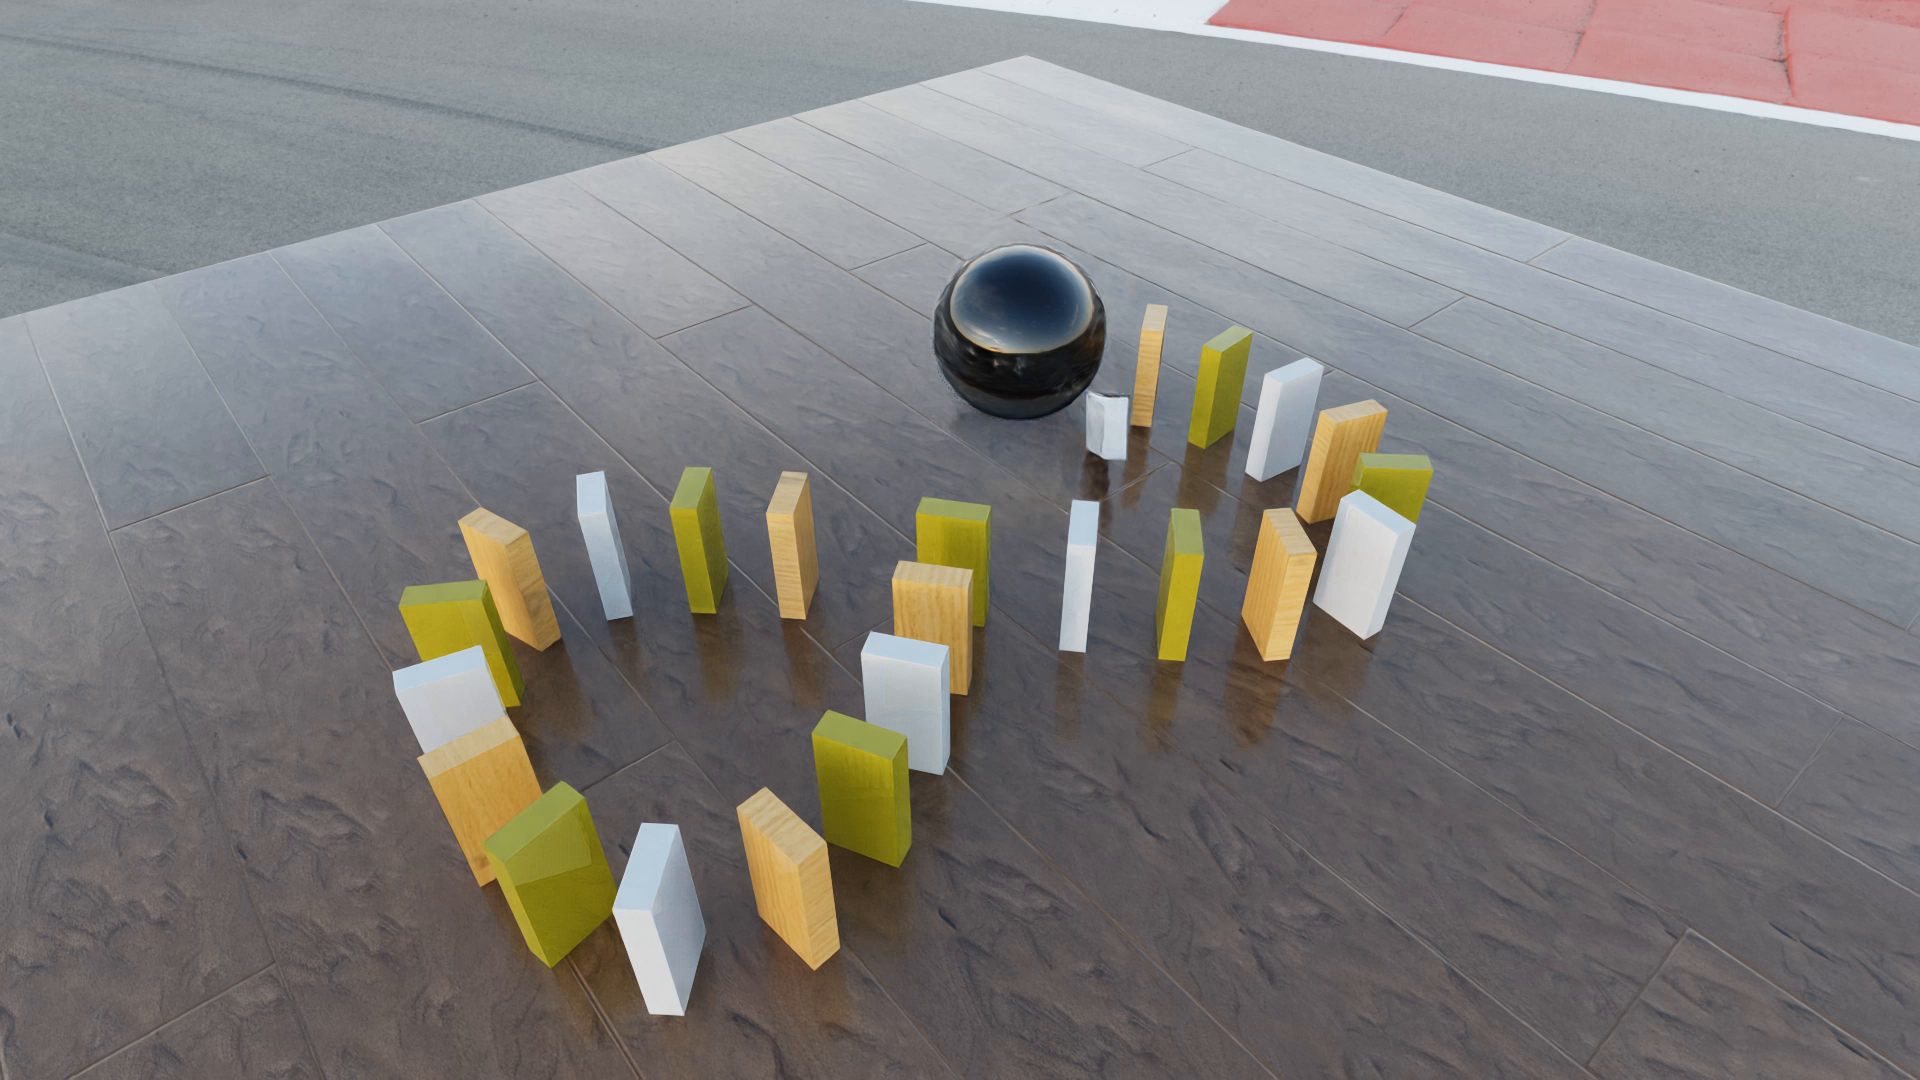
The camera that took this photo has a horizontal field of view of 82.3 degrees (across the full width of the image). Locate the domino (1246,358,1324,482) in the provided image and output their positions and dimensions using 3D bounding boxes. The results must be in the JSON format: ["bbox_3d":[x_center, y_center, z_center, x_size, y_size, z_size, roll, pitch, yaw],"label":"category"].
[{"bbox_3d":[0.140,-0.051,0.474,0.025,0.050,0.010,-23,44,-25],"label":"domino"}]

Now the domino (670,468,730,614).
[{"bbox_3d":[-0.097,0.001,0.411,0.009,0.050,0.025,1,39,2],"label":"domino"}]

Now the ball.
[{"bbox_3d":[0.027,-0.095,0.504,0.080,0.080,0.080,0,39,0],"label":"ball"}]

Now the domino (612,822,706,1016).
[{"bbox_3d":[-0.078,0.100,0.289,0.009,0.050,0.025,2,39,3],"label":"domino"}]

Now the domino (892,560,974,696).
[{"bbox_3d":[-0.009,0.031,0.374,0.025,0.050,0.009,7,40,9],"label":"domino"}]

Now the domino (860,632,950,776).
[{"bbox_3d":[-0.017,0.052,0.348,0.025,0.050,0.009,9,40,11],"label":"domino"}]

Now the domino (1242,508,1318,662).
[{"bbox_3d":[0.113,0.016,0.392,0.009,0.050,0.025,-5,40,-6],"label":"domino"}]

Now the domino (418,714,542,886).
[{"bbox_3d":[-0.135,0.076,0.319,0.025,0.050,0.009,-27,46,-29],"label":"domino"}]

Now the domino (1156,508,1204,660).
[{"bbox_3d":[0.078,0.016,0.392,0.009,0.050,0.025,3,39,4],"label":"domino"}]

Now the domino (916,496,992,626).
[{"bbox_3d":[-0.002,0.009,0.401,0.025,0.050,0.010,8,40,9],"label":"domino"}]

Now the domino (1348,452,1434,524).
[{"bbox_3d":[0.162,-0.010,0.423,0.025,0.050,0.009,2,39,3],"label":"domino"}]

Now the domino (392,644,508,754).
[{"bbox_3d":[-0.154,0.057,0.341,0.025,0.050,0.010,-18,43,-21],"label":"domino"}]

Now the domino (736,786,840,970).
[{"bbox_3d":[-0.046,0.093,0.299,0.025,0.050,0.009,32,49,33],"label":"domino"}]

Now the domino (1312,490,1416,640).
[{"bbox_3d":[0.146,0.009,0.400,0.010,0.050,0.025,-23,45,-26],"label":"domino"}]

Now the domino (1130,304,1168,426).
[{"bbox_3d":[0.088,-0.081,0.510,0.009,0.050,0.025,9,40,10],"label":"domino"}]

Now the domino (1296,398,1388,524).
[{"bbox_3d":[0.156,-0.032,0.450,0.025,0.050,0.009,-14,41,-16],"label":"domino"}]

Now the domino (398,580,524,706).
[{"bbox_3d":[-0.165,0.036,0.367,0.025,0.050,0.009,-5,40,-7],"label":"domino"}]

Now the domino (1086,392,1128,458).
[{"bbox_3d":[0.063,-0.050,0.476,0.009,0.025,0.050,0,10,-2],"label":"domino"}]

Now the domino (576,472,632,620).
[{"bbox_3d":[-0.132,0.002,0.408,0.009,0.050,0.025,-10,40,-12],"label":"domino"}]

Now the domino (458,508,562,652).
[{"bbox_3d":[-0.161,0.015,0.394,0.025,0.050,0.009,23,44,25],"label":"domino"}]

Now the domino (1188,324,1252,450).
[{"bbox_3d":[0.117,-0.069,0.495,0.010,0.050,0.025,31,49,32],"label":"domino"}]

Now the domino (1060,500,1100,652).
[{"bbox_3d":[0.043,0.013,0.395,0.010,0.050,0.025,5,40,6],"label":"domino"}]

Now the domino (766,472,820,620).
[{"bbox_3d":[-0.062,0.002,0.409,0.010,0.050,0.025,4,39,5],"label":"domino"}]

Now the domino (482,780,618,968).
[{"bbox_3d":[-0.110,0.092,0.300,0.010,0.050,0.025,25,46,28],"label":"domino"}]

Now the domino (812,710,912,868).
[{"bbox_3d":[-0.028,0.073,0.322,0.025,0.050,0.009,15,42,18],"label":"domino"}]
